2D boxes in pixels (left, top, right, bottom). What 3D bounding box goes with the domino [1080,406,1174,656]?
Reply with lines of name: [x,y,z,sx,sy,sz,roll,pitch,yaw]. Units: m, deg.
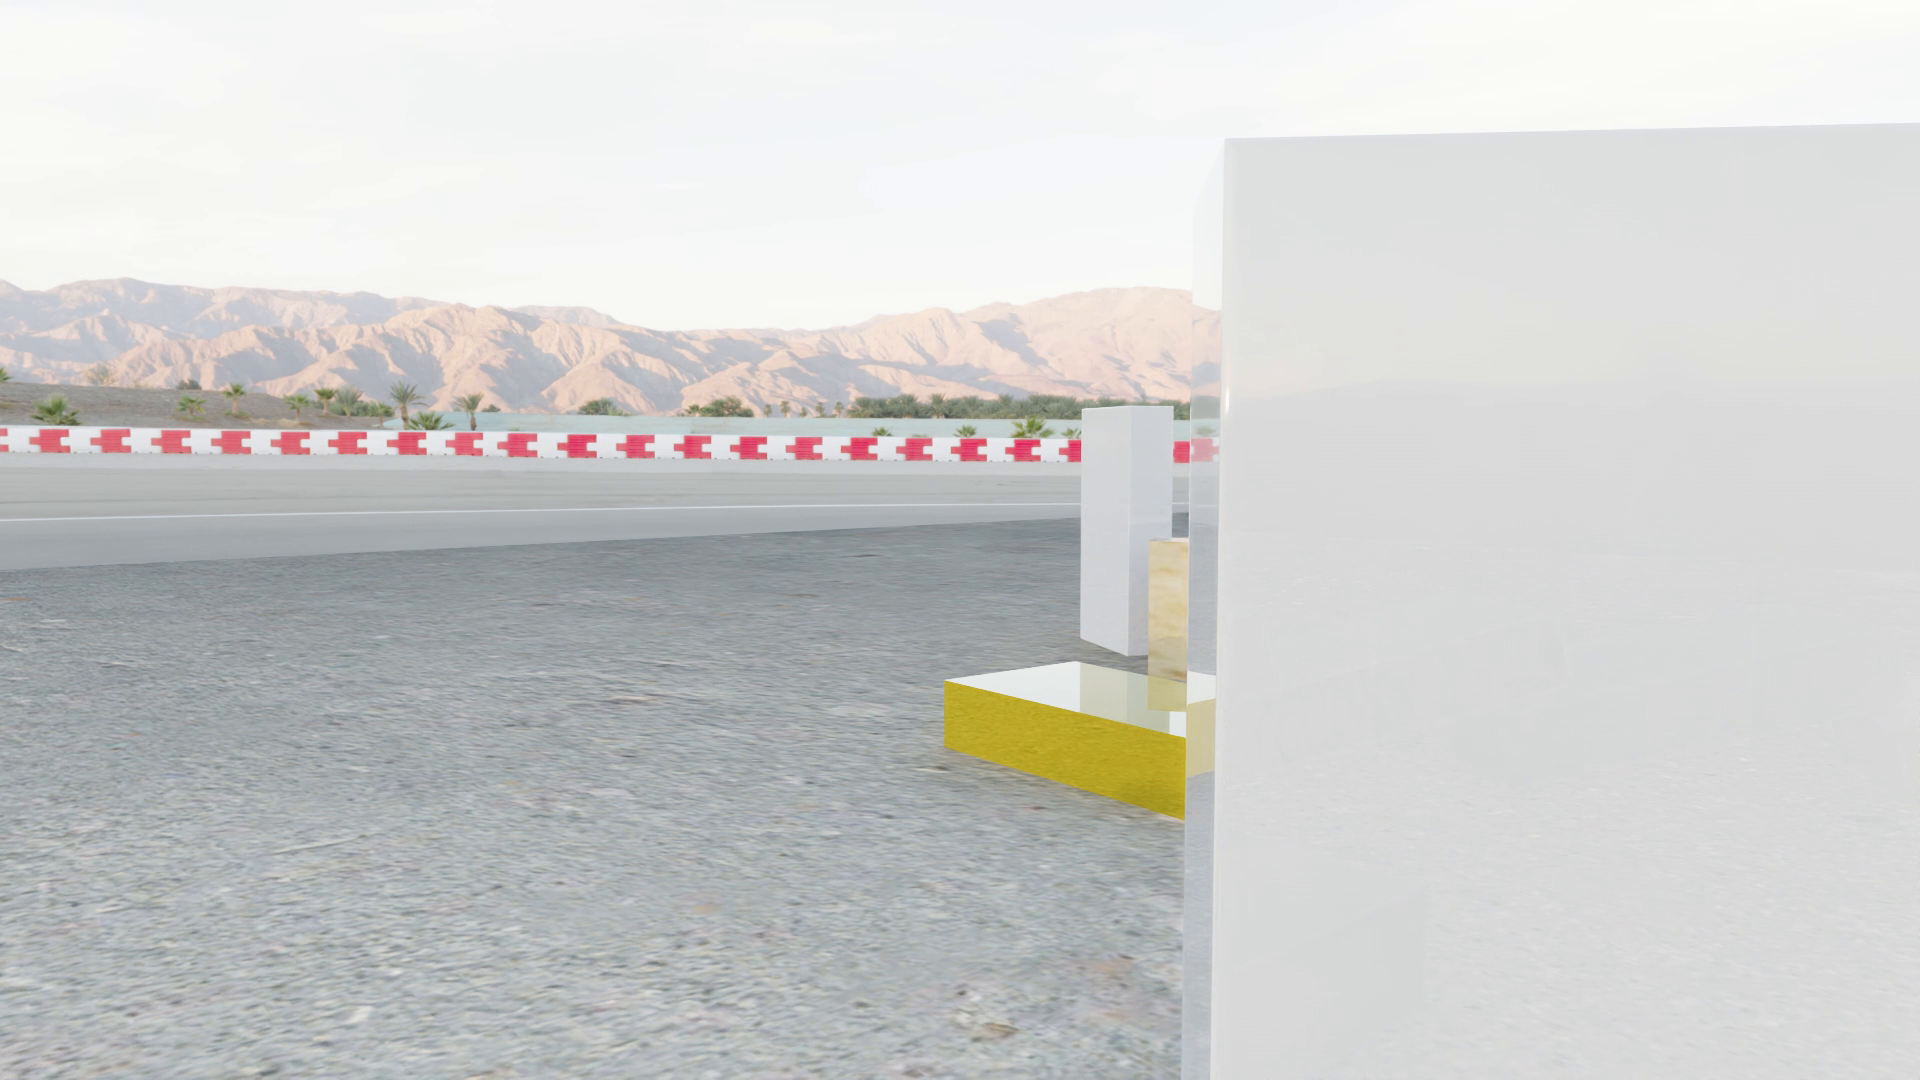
domino: [0.034,-0.003,0.269,0.009,0.050,0.025,-1,4,-17]

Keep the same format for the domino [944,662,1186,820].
domino: [0.023,0.025,0.168,0.025,0.009,0.050,-3,5,-38]

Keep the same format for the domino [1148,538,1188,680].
domino: [0.060,0.013,0.230,0.050,0.025,0.009,1,4,15]

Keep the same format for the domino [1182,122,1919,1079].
domino: [0.019,0.015,0.037,0.025,0.050,0.009,0,4,6]
